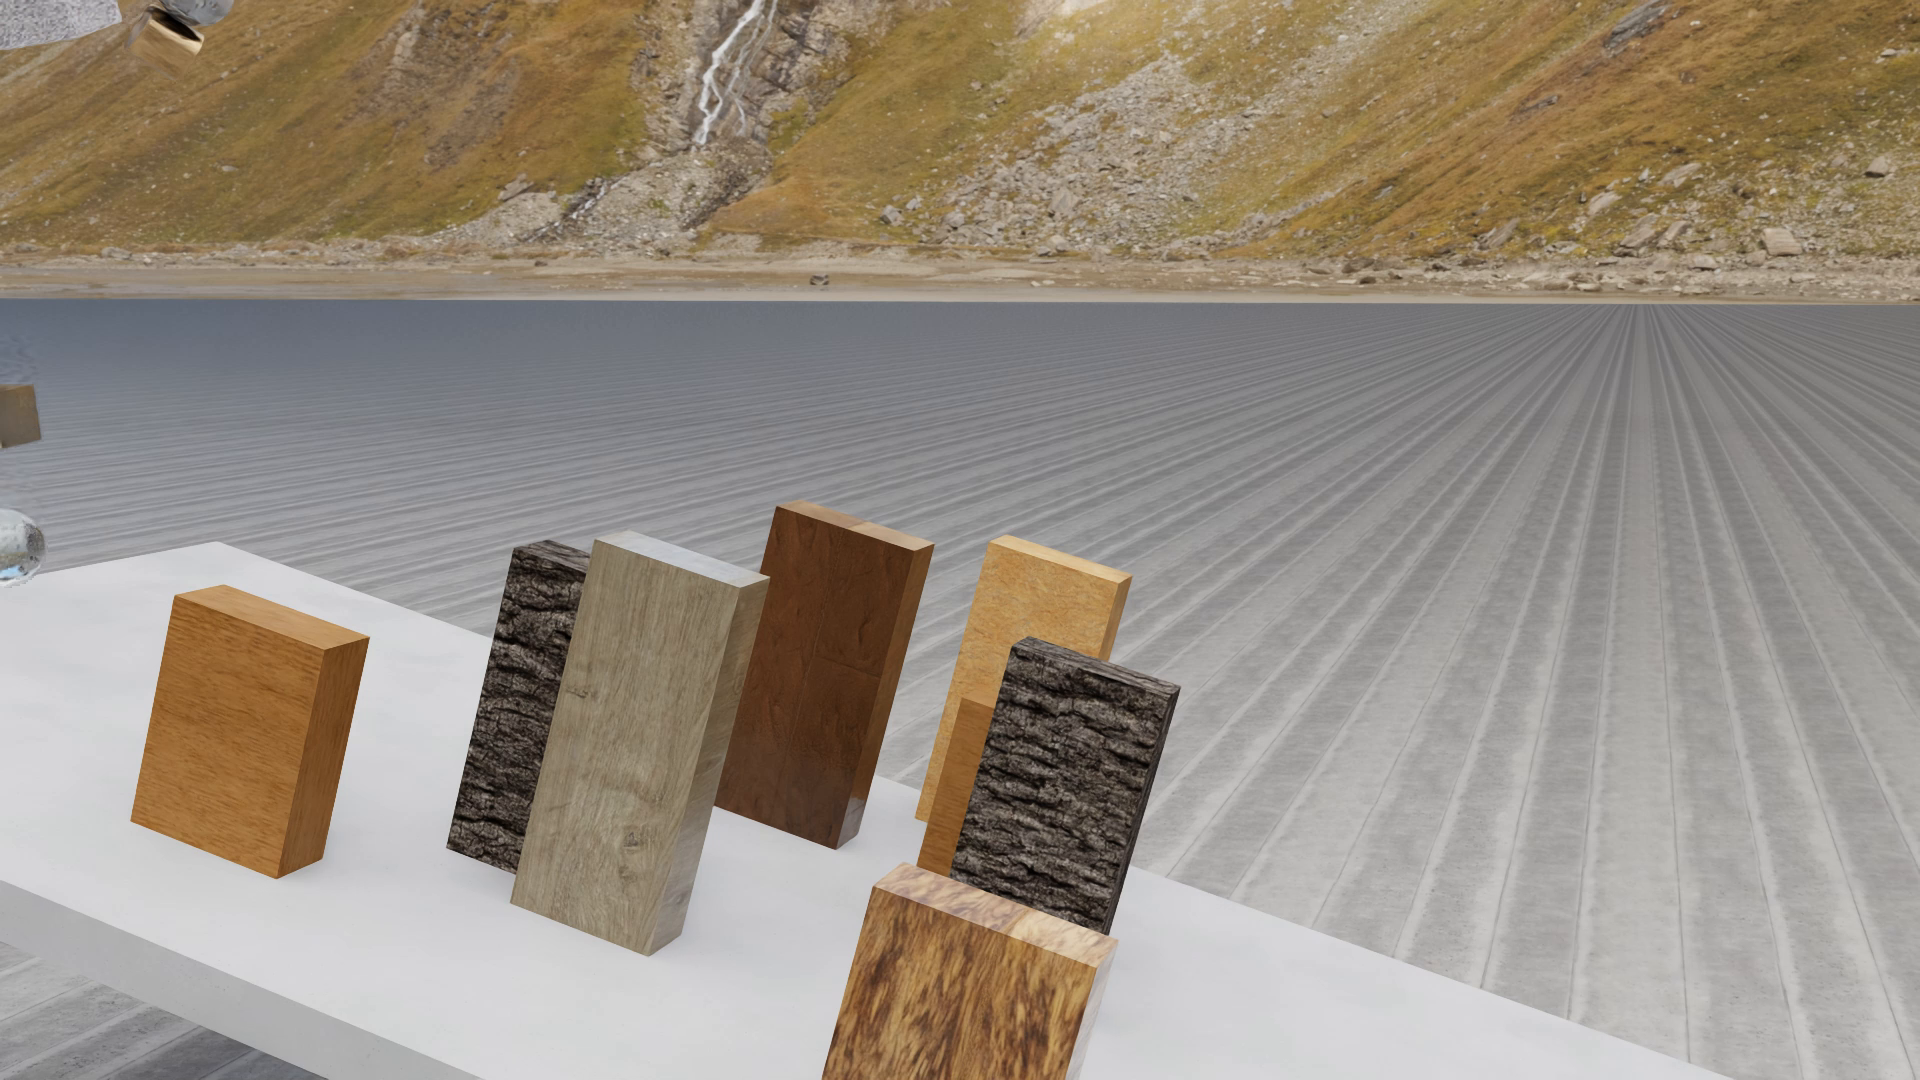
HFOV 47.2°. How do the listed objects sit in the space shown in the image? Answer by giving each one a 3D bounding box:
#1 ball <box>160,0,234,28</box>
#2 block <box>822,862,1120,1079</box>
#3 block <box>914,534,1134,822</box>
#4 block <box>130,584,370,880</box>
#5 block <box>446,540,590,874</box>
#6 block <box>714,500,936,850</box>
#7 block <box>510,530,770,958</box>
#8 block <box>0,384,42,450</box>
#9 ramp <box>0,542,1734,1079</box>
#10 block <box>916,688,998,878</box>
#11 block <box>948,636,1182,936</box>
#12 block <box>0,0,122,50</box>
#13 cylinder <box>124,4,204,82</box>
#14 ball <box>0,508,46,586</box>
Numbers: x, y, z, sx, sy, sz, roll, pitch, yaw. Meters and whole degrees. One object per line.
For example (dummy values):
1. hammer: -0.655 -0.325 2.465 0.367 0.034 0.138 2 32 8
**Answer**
1. ball: -1.577 -1.139 4.544 0.155 0.155 0.155 0 7 0
2. block: 0.002 0.764 3.354 0.358 0.426 0.143 18 11 14
3. block: 0.142 0.354 4.950 0.305 0.661 0.143 18 11 14
4. block: -1.245 0.332 3.854 0.305 0.422 0.140 18 11 14
5. block: -0.686 0.346 4.074 0.393 0.593 0.135 18 11 14
6. block: -0.303 0.284 4.689 0.316 0.668 0.140 18 11 14
7. block: -0.571 0.359 3.912 0.282 0.690 0.138 18 11 14
8. block: -2.046 -0.261 4.663 0.119 0.119 0.119 1 13 18
9. ramp: -0.383 0.758 4.244 4.000 0.100 2.000 18 11 14
10. block: 0.145 0.576 4.432 0.395 0.441 0.102 18 11 14
11. block: 0.169 0.539 4.103 0.304 0.649 0.116 18 11 14
12. block: -2.042 -1.226 4.903 0.207 0.207 0.207 -6 22 10
13. cylinder: -1.656 -1.035 4.575 0.114 0.114 0.114 32 -12 -33
14. ball: -1.908 0.014 4.385 0.155 0.155 0.155 0 7 0
